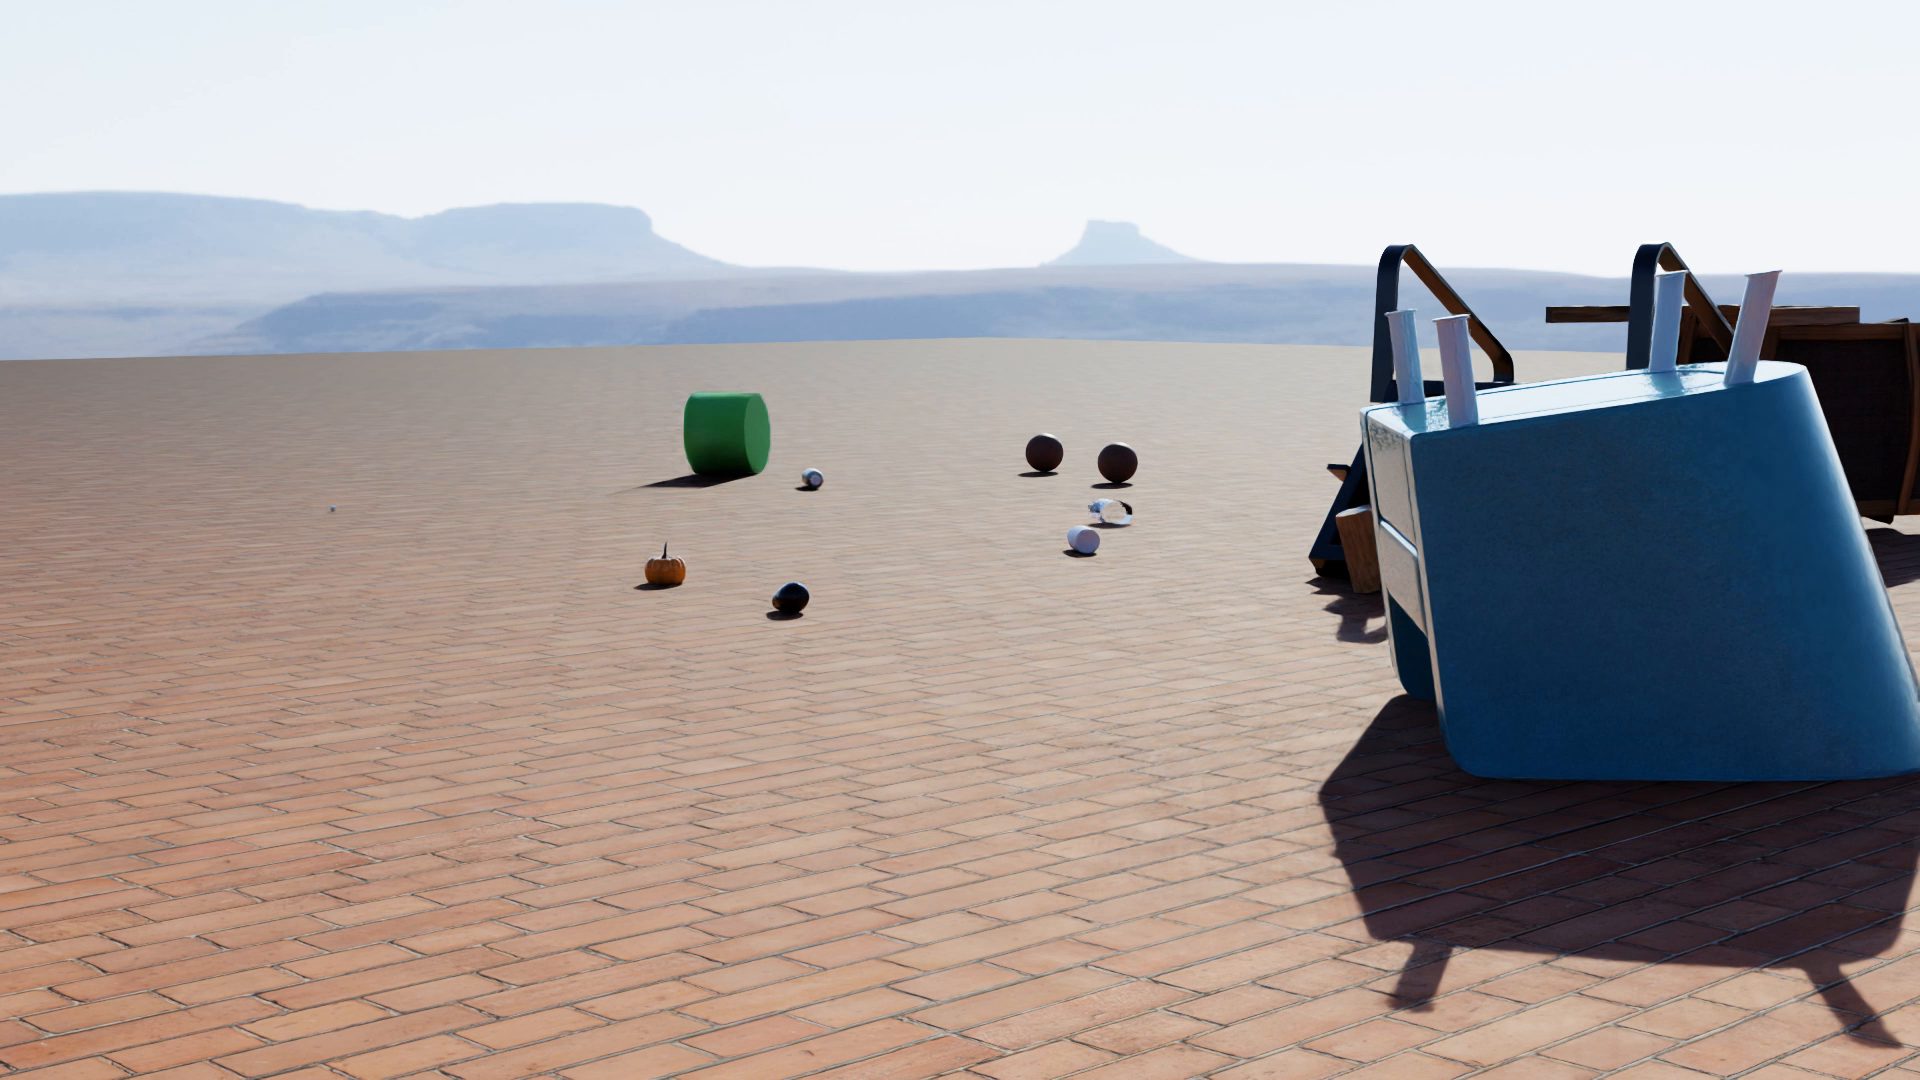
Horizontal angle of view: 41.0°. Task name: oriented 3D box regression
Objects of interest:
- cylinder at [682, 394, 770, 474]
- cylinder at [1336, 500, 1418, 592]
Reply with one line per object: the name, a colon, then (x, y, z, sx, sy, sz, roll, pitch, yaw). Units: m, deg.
cylinder: (-0.776, -0.354, 8.540, 0.211, 0.255, 0.290, 1, -32, 13)
cylinder: (0.867, 0.013, 5.340, 0.133, 0.165, 0.143, -16, 4, -12)
